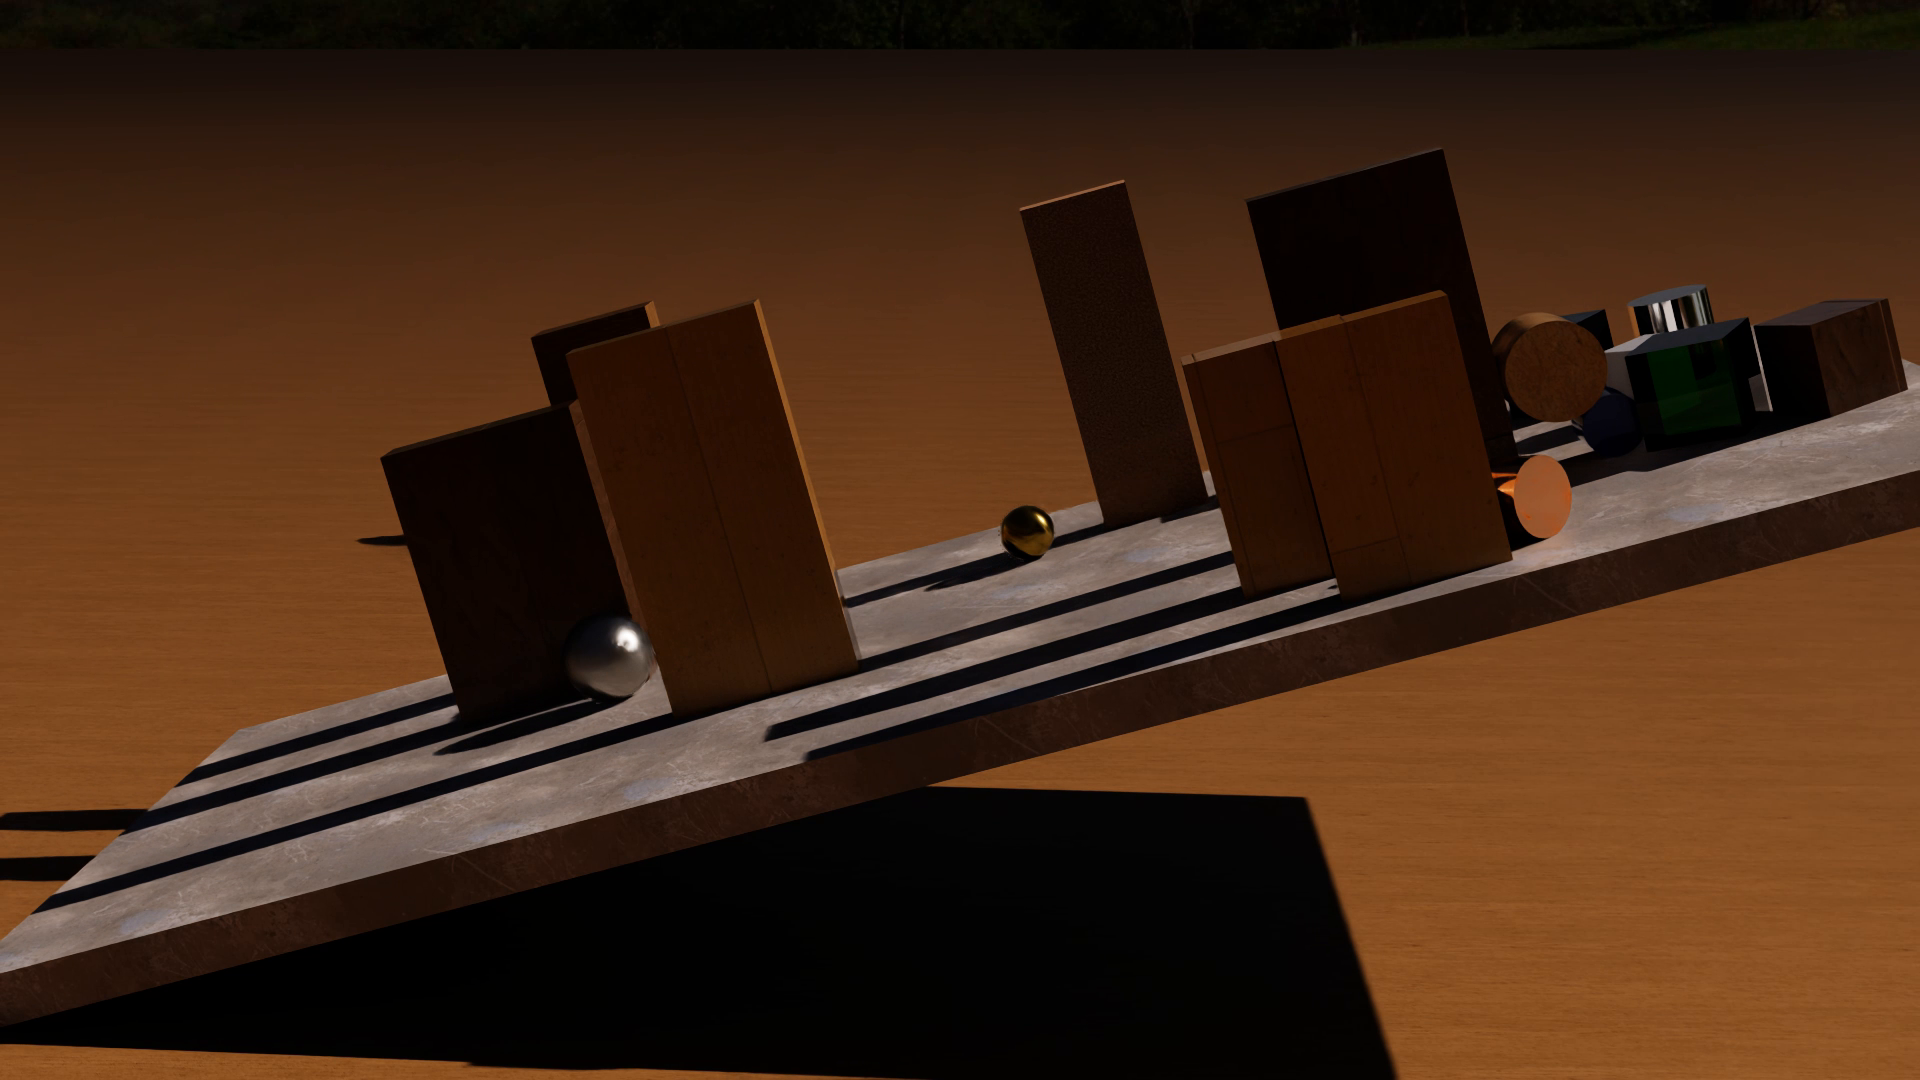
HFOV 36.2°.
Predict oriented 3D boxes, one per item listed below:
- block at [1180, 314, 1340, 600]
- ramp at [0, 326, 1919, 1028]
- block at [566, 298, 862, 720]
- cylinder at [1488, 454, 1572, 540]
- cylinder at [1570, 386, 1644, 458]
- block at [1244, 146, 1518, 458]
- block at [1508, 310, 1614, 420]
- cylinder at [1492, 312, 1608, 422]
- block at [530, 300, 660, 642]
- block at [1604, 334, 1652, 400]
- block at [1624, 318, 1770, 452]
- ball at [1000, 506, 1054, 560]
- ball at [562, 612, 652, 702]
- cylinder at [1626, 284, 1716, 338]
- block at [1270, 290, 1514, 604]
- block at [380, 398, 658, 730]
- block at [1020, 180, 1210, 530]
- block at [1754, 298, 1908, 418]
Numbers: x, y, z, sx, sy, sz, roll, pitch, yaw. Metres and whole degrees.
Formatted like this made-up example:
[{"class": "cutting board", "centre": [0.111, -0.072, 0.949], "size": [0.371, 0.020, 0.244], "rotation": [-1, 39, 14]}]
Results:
[{"class": "block", "centre": [0.644, -0.162, 5.704], "size": [0.320, 0.472, 0.136], "rotation": [-15, 9, 4]}, {"class": "ramp", "centre": [0.082, 0.190, 6.327], "size": [4.000, 0.100, 2.000], "rotation": [-15, 9, 4]}, {"class": "block", "centre": [-0.499, -0.060, 6.024], "size": [0.397, 0.784, 0.096], "rotation": [-15, 9, 4]}, {"class": "cylinder", "centre": [1.039, -0.079, 5.541], "size": [0.157, 0.157, 0.157], "rotation": [-8, 3, -36]}, {"class": "cylinder", "centre": [1.345, -0.246, 6.103], "size": [0.129, 0.129, 0.129], "rotation": [0, 14, -1]}, {"class": "block", "centre": [0.879, -0.417, 6.101], "size": [0.412, 0.703, 0.086], "rotation": [-15, 9, 4]}, {"class": "block", "centre": [1.381, -0.405, 6.786], "size": [0.190, 0.190, 0.190], "rotation": [-7, 13, 43]}, {"class": "cylinder", "centre": [1.218, -0.360, 6.105], "size": [0.209, 0.209, 0.209], "rotation": [0, 9, 0]}, {"class": "block", "centre": [-0.764, -0.152, 7.009], "size": [0.279, 0.780, 0.148], "rotation": [-15, 9, 4]}, {"class": "block", "centre": [1.520, -0.363, 6.438], "size": [0.148, 0.148, 0.148], "rotation": [-21, 11, -32]}, {"class": "block", "centre": [1.511, -0.318, 6.023], "size": [0.204, 0.204, 0.204], "rotation": [-10, 11, 32]}, {"class": "ball", "centre": [0.155, -0.017, 6.731], "size": [0.124, 0.124, 0.124], "rotation": [0, 10, 0]}, {"class": "ball", "centre": [-0.771, 0.255, 6.431], "size": [0.197, 0.197, 0.197], "rotation": [0, 10, 0]}, {"class": "cylinder", "centre": [1.649, -0.476, 6.779], "size": [0.183, 0.183, 0.183], "rotation": [-15, 9, 3]}, {"class": "block", "centre": [0.793, -0.170, 5.409], "size": [0.321, 0.504, 0.102], "rotation": [-15, 9, 4]}, {"class": "block", "centre": [-0.985, 0.054, 6.604], "size": [0.437, 0.638, 0.135], "rotation": [-15, 9, 4]}, {"class": "block", "centre": [0.360, -0.429, 6.823], "size": [0.248, 0.767, 0.103], "rotation": [-15, 9, 4]}, {"class": "block", "centre": [1.761, -0.370, 5.953], "size": [0.191, 0.191, 0.191], "rotation": [-19, 10, -18]}]
